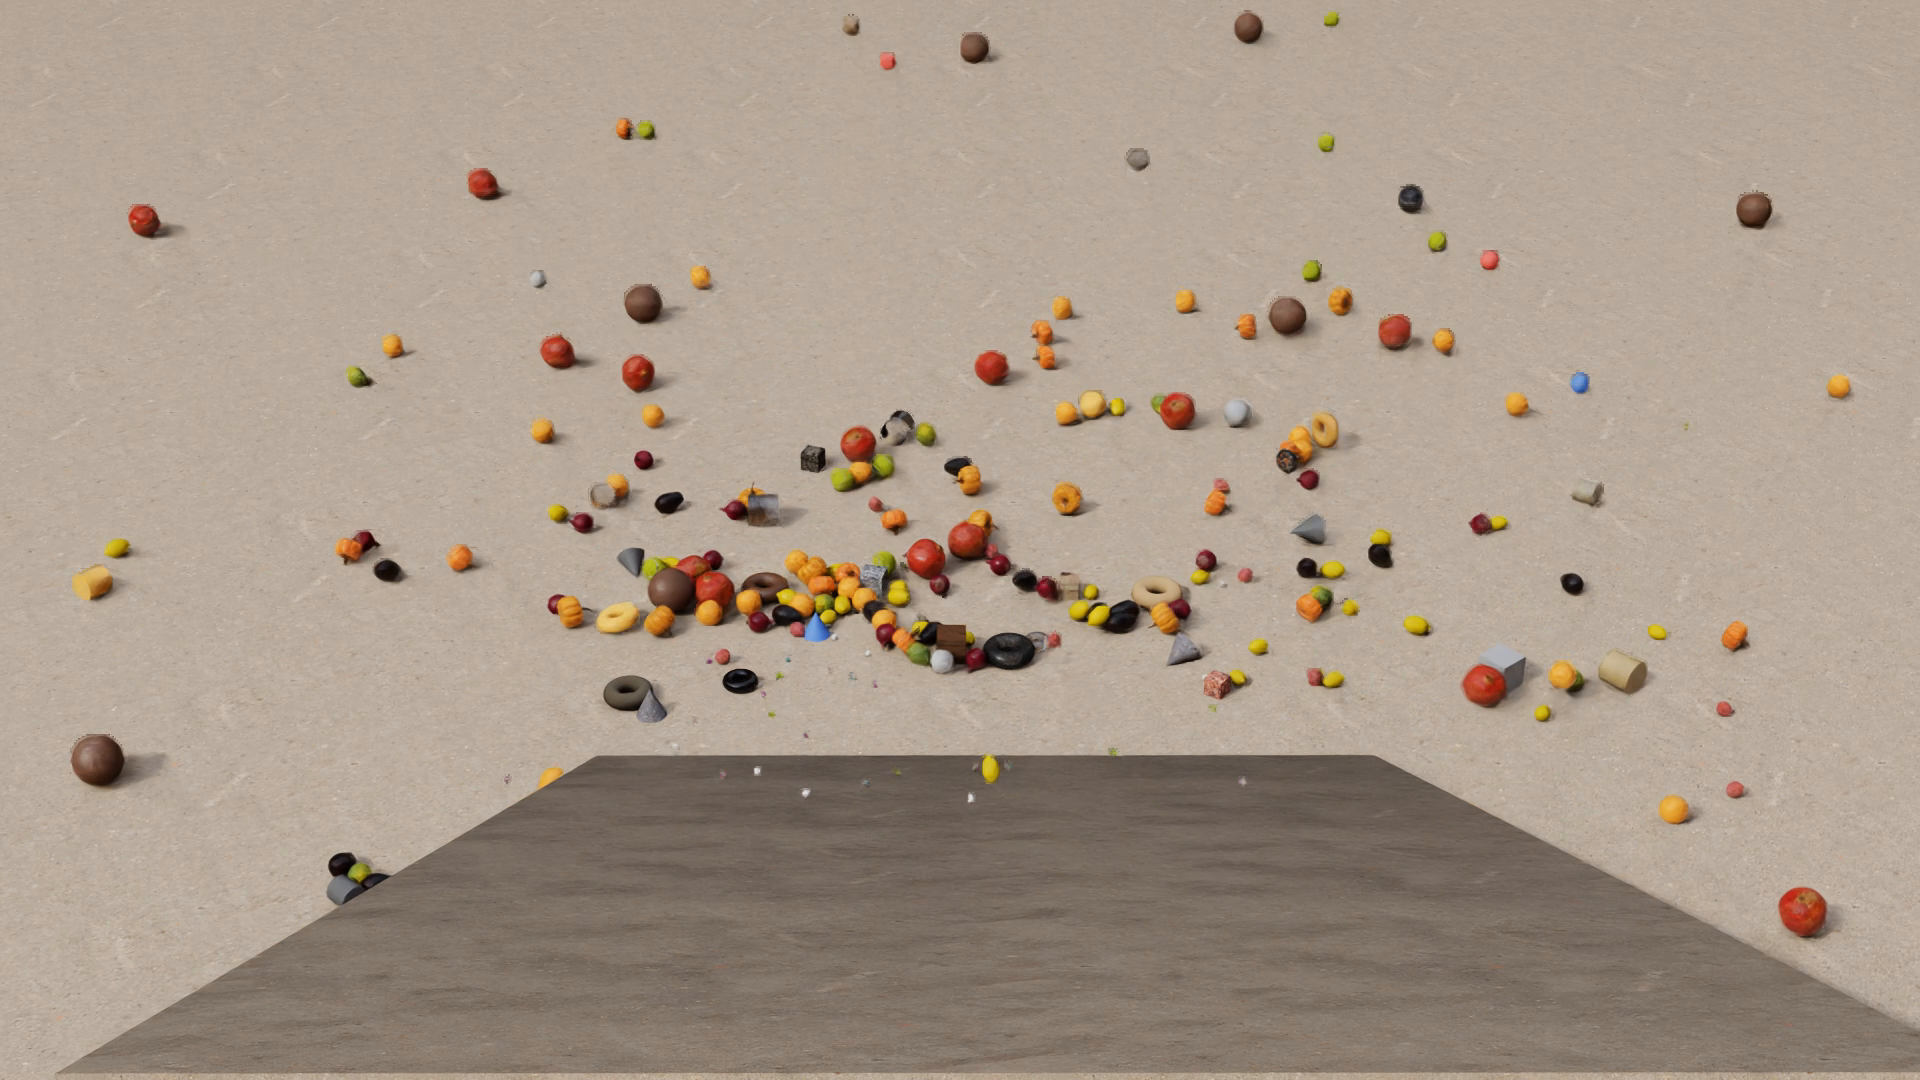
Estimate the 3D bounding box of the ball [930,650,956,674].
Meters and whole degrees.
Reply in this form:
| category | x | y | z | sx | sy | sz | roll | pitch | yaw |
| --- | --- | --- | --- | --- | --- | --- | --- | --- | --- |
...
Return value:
| category | x | y | z | sx | sy | sz | roll | pitch | yaw |
| --- | --- | --- | --- | --- | --- | --- | --- | --- | --- |
| ball | -0.047 | 0.335 | 7.143 | 0.067 | 0.067 | 0.067 | 0 | 30 | 0 |

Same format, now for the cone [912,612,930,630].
| category | x | y | z | sx | sy | sz | roll | pitch | yaw |
| --- | --- | --- | --- | --- | --- | --- | --- | --- | --- |
| cone | -0.120 | 0.239 | 7.351 | 0.051 | 0.051 | 0.051 | -43 | 45 | -14 |

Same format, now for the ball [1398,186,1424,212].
| category | x | y | z | sx | sy | sz | roll | pitch | yaw |
| --- | --- | --- | --- | --- | --- | --- | --- | --- | --- |
| ball | 1.730 | -1.307 | 9.934 | 0.099 | 0.099 | 0.099 | 0 | 30 | 0 |

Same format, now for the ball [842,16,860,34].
| category | x | y | z | sx | sy | sz | roll | pitch | yaw |
| --- | --- | --- | --- | --- | --- | --- | --- | --- | --- |
| ball | -0.494 | -2.328 | 11.712 | 0.078 | 0.078 | 0.078 | 0 | 30 | 0 |

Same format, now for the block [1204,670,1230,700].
| category | x | y | z | sx | sy | sz | roll | pitch | yaw |
| --- | --- | --- | --- | --- | --- | --- | --- | --- | --- |
| block | 0.701 | 0.395 | 7.055 | 0.052 | 0.052 | 0.052 | 20 | 36 | 30 |

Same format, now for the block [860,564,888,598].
| category | x | y | z | sx | sy | sz | roll | pitch | yaw |
| --- | --- | --- | --- | --- | --- | --- | --- | --- | --- |
| block | -0.251 | 0.119 | 7.514 | 0.067 | 0.067 | 0.067 | 7 | 31 | 11 |

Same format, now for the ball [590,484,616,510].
| category | x | y | z | sx | sy | sz | roll | pitch | yaw |
| --- | --- | --- | --- | --- | --- | --- | --- | --- | --- |
| ball | -1.096 | -0.134 | 7.935 | 0.081 | 0.081 | 0.081 | 0 | 30 | 0 |

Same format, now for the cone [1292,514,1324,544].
| category | x | y | z | sx | sy | sz | roll | pitch | yaw |
| --- | --- | --- | --- | --- | --- | --- | --- | --- | --- |
| cone | 1.026 | -0.027 | 7.732 | 0.093 | 0.093 | 0.093 | -6 | 30 | -21 |

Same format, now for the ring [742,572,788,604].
| category | x | y | z | sx | sy | sz | roll | pitch | yaw |
| --- | --- | --- | --- | --- | --- | --- | --- | --- | --- |
| ring | -0.565 | 0.138 | 7.503 | 0.137 | 0.046 | 0.137 | 0 | 29 | 0 |

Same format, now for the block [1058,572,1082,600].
| category | x | y | z | sx | sy | sz | roll | pitch | yaw |
| --- | --- | --- | --- | --- | --- | --- | --- | --- | --- |
| block | 0.318 | 0.135 | 7.497 | 0.057 | 0.057 | 0.057 | 5 | 31 | 9 |

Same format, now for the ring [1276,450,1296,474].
| category | x | y | z | sx | sy | sz | roll | pitch | yaw |
| --- | --- | --- | --- | --- | --- | --- | --- | --- | --- |
| ring | 1.011 | -0.244 | 8.016 | 0.026 | 0.079 | 0.079 | -22 | 37 | -34 |

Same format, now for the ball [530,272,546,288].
| category | x | y | z | sx | sy | sz | roll | pitch | yaw |
| --- | --- | --- | --- | --- | --- | --- | --- | --- | --- |
| ball | -1.523 | -0.939 | 9.341 | 0.059 | 0.059 | 0.059 | 0 | 30 | 0 |

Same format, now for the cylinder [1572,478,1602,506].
| category | x | y | z | sx | sy | sz | roll | pitch | yaw |
| --- | --- | --- | --- | --- | --- | --- | --- | --- | --- |
| cylinder | 1.930 | -0.148 | 7.972 | 0.069 | 0.069 | 0.069 | 21 | 36 | 32 |

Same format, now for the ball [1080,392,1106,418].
| category | x | y | z | sx | sy | sz | roll | pitch | yaw |
| --- | --- | --- | --- | --- | --- | --- | --- | --- | --- |
| ball | 0.435 | -0.444 | 8.462 | 0.087 | 0.087 | 0.087 | 0 | 30 | 0 |

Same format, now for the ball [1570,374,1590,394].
| category | x | y | z | sx | sy | sz | roll | pitch | yaw |
| --- | --- | --- | --- | --- | --- | --- | --- | --- | --- |
| ball | 2.063 | -0.519 | 8.617 | 0.062 | 0.062 | 0.062 | 0 | 30 | 0 |

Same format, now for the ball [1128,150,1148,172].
| category | x | y | z | sx | sy | sz | roll | pitch | yaw |
| --- | --- | --- | --- | --- | --- | --- | --- | --- | --- |
| ball | 0.708 | -1.510 | 10.298 | 0.086 | 0.086 | 0.086 | 0 | 30 | 0 |

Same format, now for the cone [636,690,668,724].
| category | x | y | z | sx | sy | sz | roll | pitch | yaw |
| --- | --- | --- | --- | --- | --- | --- | --- | --- | --- |
| cone | -0.831 | 0.434 | 6.956 | 0.083 | 0.083 | 0.083 | 0 | 30 | 0 |

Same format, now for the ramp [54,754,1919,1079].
| category | x | y | z | sx | sy | sz | roll | pitch | yaw |
| --- | --- | --- | --- | --- | --- | --- | --- | --- | --- |
| ramp | 0.067 | 0.601 | 4.662 | 2.000 | 0.100 | 4.000 | 0 | 0 | 0 |

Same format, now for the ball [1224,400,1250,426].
| category | x | y | z | sx | sy | sz | roll | pitch | yaw |
| --- | --- | --- | --- | --- | --- | --- | --- | --- | --- |
| ball | 0.900 | -0.413 | 8.407 | 0.090 | 0.090 | 0.090 | 0 | 30 | 0 |

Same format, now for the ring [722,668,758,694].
| category | x | y | z | sx | sy | sz | roll | pitch | yaw |
| --- | --- | --- | --- | --- | --- | --- | --- | --- | --- |
| ring | -0.603 | 0.386 | 7.091 | 0.098 | 0.033 | 0.098 | -1 | 31 | 1 |

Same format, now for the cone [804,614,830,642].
| category | x | y | z | sx | sy | sz | roll | pitch | yaw |
| --- | --- | --- | --- | --- | --- | --- | --- | --- | --- |
| cone | -0.406 | 0.235 | 7.306 | 0.077 | 0.077 | 0.077 | 0 | 30 | 0 |

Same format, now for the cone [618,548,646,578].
| category | x | y | z | sx | sy | sz | roll | pitch | yaw |
| --- | --- | --- | --- | --- | --- | --- | --- | --- | --- |
| cone | -0.958 | 0.079 | 7.612 | 0.083 | 0.083 | 0.083 | -9 | 58 | -15 |

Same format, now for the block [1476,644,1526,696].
| category | x | y | z | sx | sy | sz | roll | pitch | yaw |
| --- | --- | --- | --- | --- | --- | --- | --- | --- | --- |
| block | 1.481 | 0.355 | 7.087 | 0.090 | 0.090 | 0.090 | -24 | 38 | -35 |

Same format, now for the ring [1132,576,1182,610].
| category | x | y | z | sx | sy | sz | roll | pitch | yaw |
| --- | --- | --- | --- | --- | --- | --- | --- | --- | --- |
| ring | 0.569 | 0.154 | 7.472 | 0.149 | 0.050 | 0.149 | -1 | 30 | 1 |

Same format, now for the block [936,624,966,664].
| category | x | y | z | sx | sy | sz | roll | pitch | yaw |
| --- | --- | --- | --- | --- | --- | --- | --- | --- | --- |
| block | -0.024 | 0.291 | 7.205 | 0.080 | 0.080 | 0.080 | 0 | 30 | 1 |

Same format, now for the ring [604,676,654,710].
| category | x | y | z | sx | sy | sz | roll | pitch | yaw |
| --- | --- | --- | --- | --- | --- | --- | --- | --- | --- |
| ring | -0.901 | 0.415 | 7.029 | 0.135 | 0.045 | 0.135 | -1 | 31 | 1 |

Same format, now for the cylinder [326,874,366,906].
| category | x | y | z | sx | sy | sz | roll | pitch | yaw |
| --- | --- | --- | --- | --- | --- | --- | --- | --- | --- |
| cylinder | -1.481 | 0.854 | 6.249 | 0.069 | 0.069 | 0.069 | 25 | 39 | 36 |

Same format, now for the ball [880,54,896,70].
| category | x | y | z | sx | sy | sz | roll | pitch | yaw |
| --- | --- | --- | --- | --- | --- | --- | --- | --- | --- |
| ball | -0.315 | -2.091 | 11.312 | 0.070 | 0.070 | 0.070 | 0 | 30 | 0 |

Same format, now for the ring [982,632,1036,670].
| category | x | y | z | sx | sy | sz | roll | pitch | yaw |
| --- | --- | --- | --- | --- | --- | --- | --- | --- | --- |
| ring | 0.136 | 0.308 | 7.208 | 0.147 | 0.049 | 0.147 | -1 | 31 | 0 |

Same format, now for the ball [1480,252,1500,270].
| category | x | y | z | sx | sy | sz | roll | pitch | yaw |
| --- | --- | --- | --- | --- | --- | --- | --- | --- | --- |
| ball | 1.942 | -1.023 | 9.478 | 0.067 | 0.067 | 0.067 | 0 | 30 | 0 |

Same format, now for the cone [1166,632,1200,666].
| category | x | y | z | sx | sy | sz | roll | pitch | yaw |
| --- | --- | --- | --- | --- | --- | --- | --- | --- | --- |
| cone | 0.604 | 0.321 | 7.193 | 0.092 | 0.092 | 0.092 | -42 | 44 | -13 |

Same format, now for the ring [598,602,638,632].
| category | x | y | z | sx | sy | sz | roll | pitch | yaw |
| --- | --- | --- | --- | --- | --- | --- | --- | --- | --- |
| ring | -0.971 | 0.220 | 7.345 | 0.124 | 0.041 | 0.124 | -13 | 27 | 7 |

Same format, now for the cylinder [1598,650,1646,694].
| category | x | y | z | sx | sy | sz | roll | pitch | yaw |
| --- | --- | --- | --- | --- | --- | --- | --- | --- | --- |
| cylinder | 1.811 | 0.359 | 7.075 | 0.093 | 0.093 | 0.093 | -25 | 38 | -36 |

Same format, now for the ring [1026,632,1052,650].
| category | x | y | z | sx | sy | sz | roll | pitch | yaw |
| --- | --- | --- | --- | --- | --- | --- | --- | --- | --- |
| ring | 0.217 | 0.284 | 7.272 | 0.078 | 0.026 | 0.078 | -1 | 29 | 0 |

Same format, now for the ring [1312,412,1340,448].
| category | x | y | z | sx | sy | sz | roll | pitch | yaw |
| --- | --- | --- | --- | --- | --- | --- | --- | --- | --- |
| ring | 1.163 | -0.350 | 8.238 | 0.039 | 0.117 | 0.117 | -12 | 32 | -29 |

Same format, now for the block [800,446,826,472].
| category | x | y | z | sx | sy | sz | roll | pitch | yaw |
| --- | --- | --- | --- | --- | --- | --- | --- | --- | --- |
| block | -0.464 | -0.256 | 8.166 | 0.060 | 0.060 | 0.060 | 11 | 32 | 18 |

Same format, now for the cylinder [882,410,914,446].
| category | x | y | z | sx | sy | sz | roll | pitch | yaw |
| --- | --- | --- | --- | --- | --- | --- | --- | --- | --- |
| cylinder | -0.200 | -0.360 | 8.321 | 0.085 | 0.085 | 0.085 | 10 | 32 | 16 |
